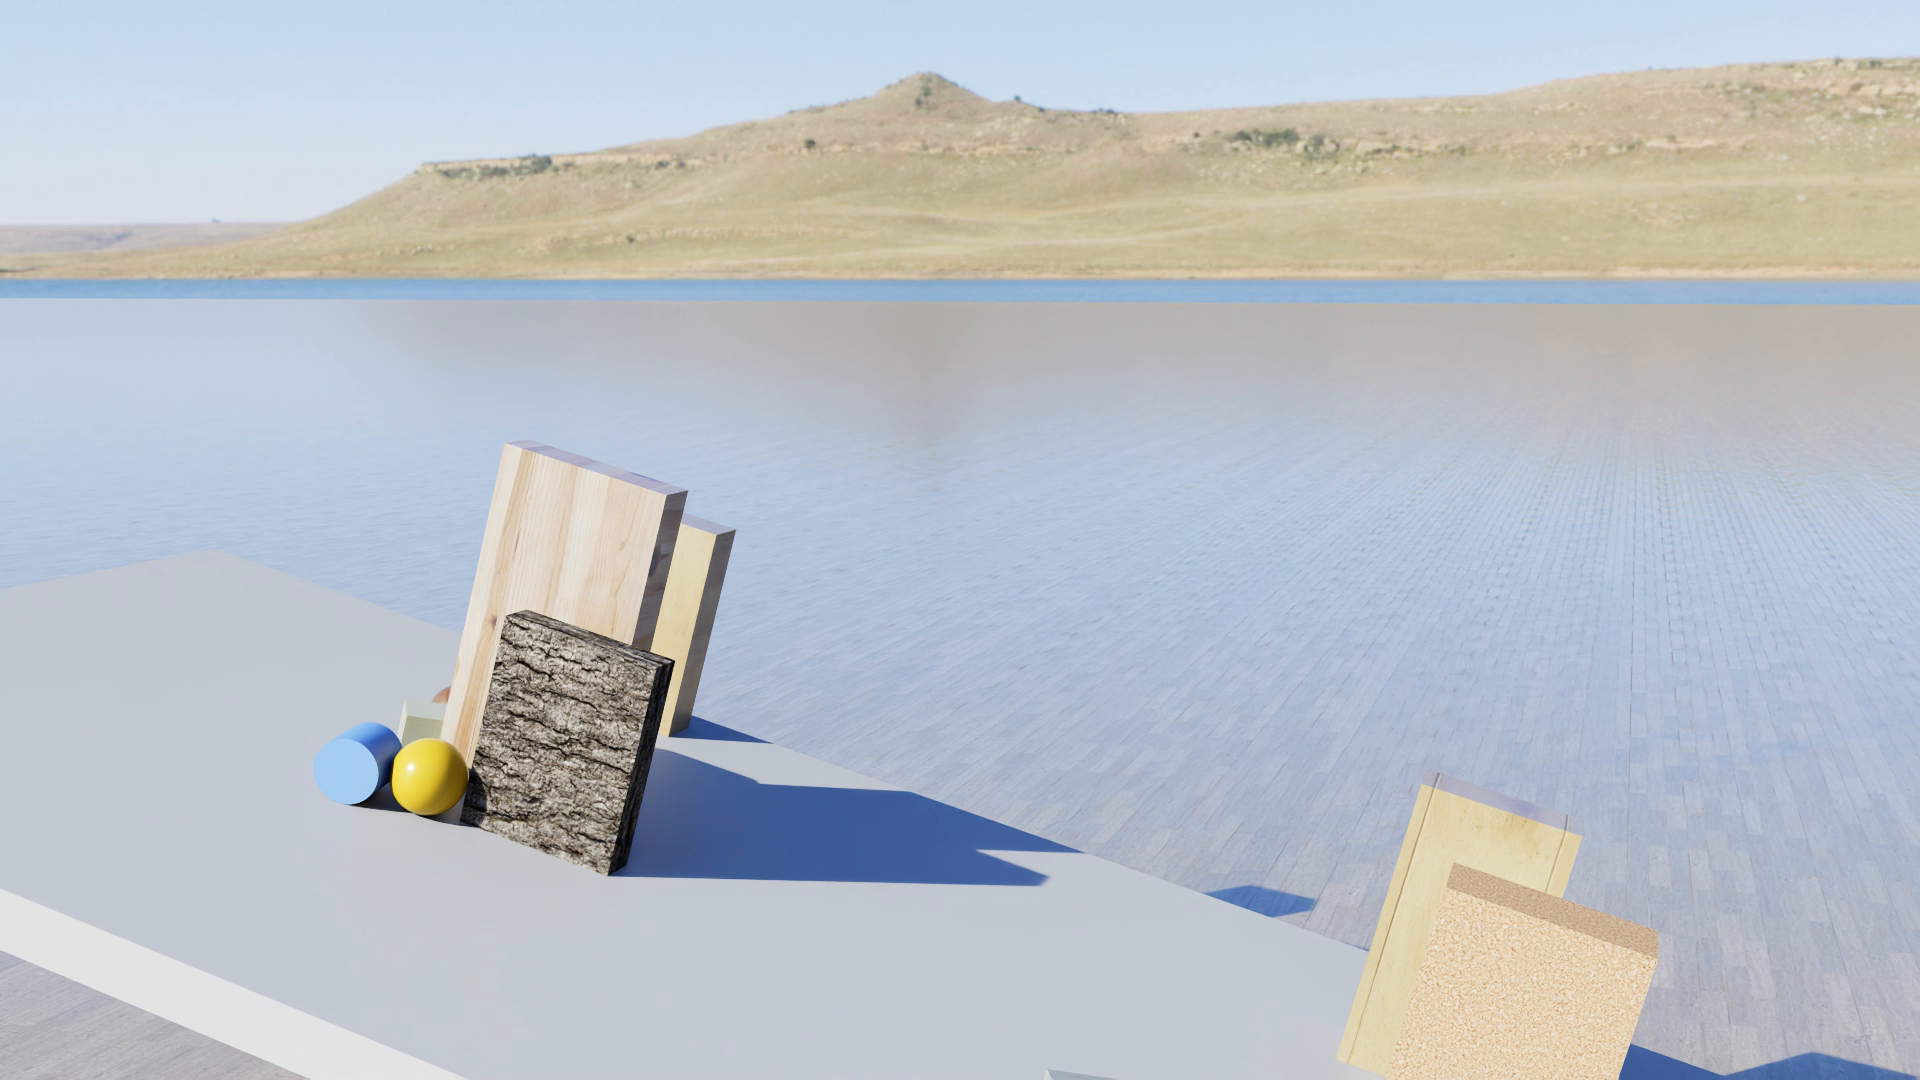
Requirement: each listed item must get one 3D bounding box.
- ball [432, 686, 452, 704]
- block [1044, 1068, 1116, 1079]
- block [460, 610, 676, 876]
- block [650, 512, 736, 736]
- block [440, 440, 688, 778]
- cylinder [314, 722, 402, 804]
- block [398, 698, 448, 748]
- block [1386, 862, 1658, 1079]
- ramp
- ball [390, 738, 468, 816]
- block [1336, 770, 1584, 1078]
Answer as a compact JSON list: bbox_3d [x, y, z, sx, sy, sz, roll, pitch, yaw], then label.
[{"bbox_3d":[-1.079,0.372,4.727,0.123,0.123,0.123,0,7,0],"label":"ball"},{"bbox_3d":[0.201,0.946,3.503,0.137,0.137,0.137,12,11,-15],"label":"block"},{"bbox_3d":[-0.762,0.390,4.256,0.327,0.426,0.085,18,11,15],"label":"block"},{"bbox_3d":[-0.741,0.174,5.175,0.302,0.497,0.116,18,11,15],"label":"block"},{"bbox_3d":[-0.807,0.194,4.416,0.360,0.715,0.103,18,11,15],"label":"block"},{"bbox_3d":[-1.170,0.434,4.283,0.130,0.130,0.130,1,10,7],"label":"cylinder"},{"bbox_3d":[-1.108,0.405,4.569,0.107,0.107,0.107,11,12,-19],"label":"block"},{"bbox_3d":[0.749,0.856,3.170,0.297,0.706,0.138,18,11,15],"label":"block"},{"bbox_3d":[-0.386,0.768,4.246,4.000,0.100,2.000,18,11,15],"label":"ramp"},{"bbox_3d":[-1.032,0.460,4.276,0.151,0.151,0.151,0,7,0],"label":"ball"},{"bbox_3d":[0.958,0.769,4.223,0.305,0.574,0.129,18,11,15],"label":"block"}]
